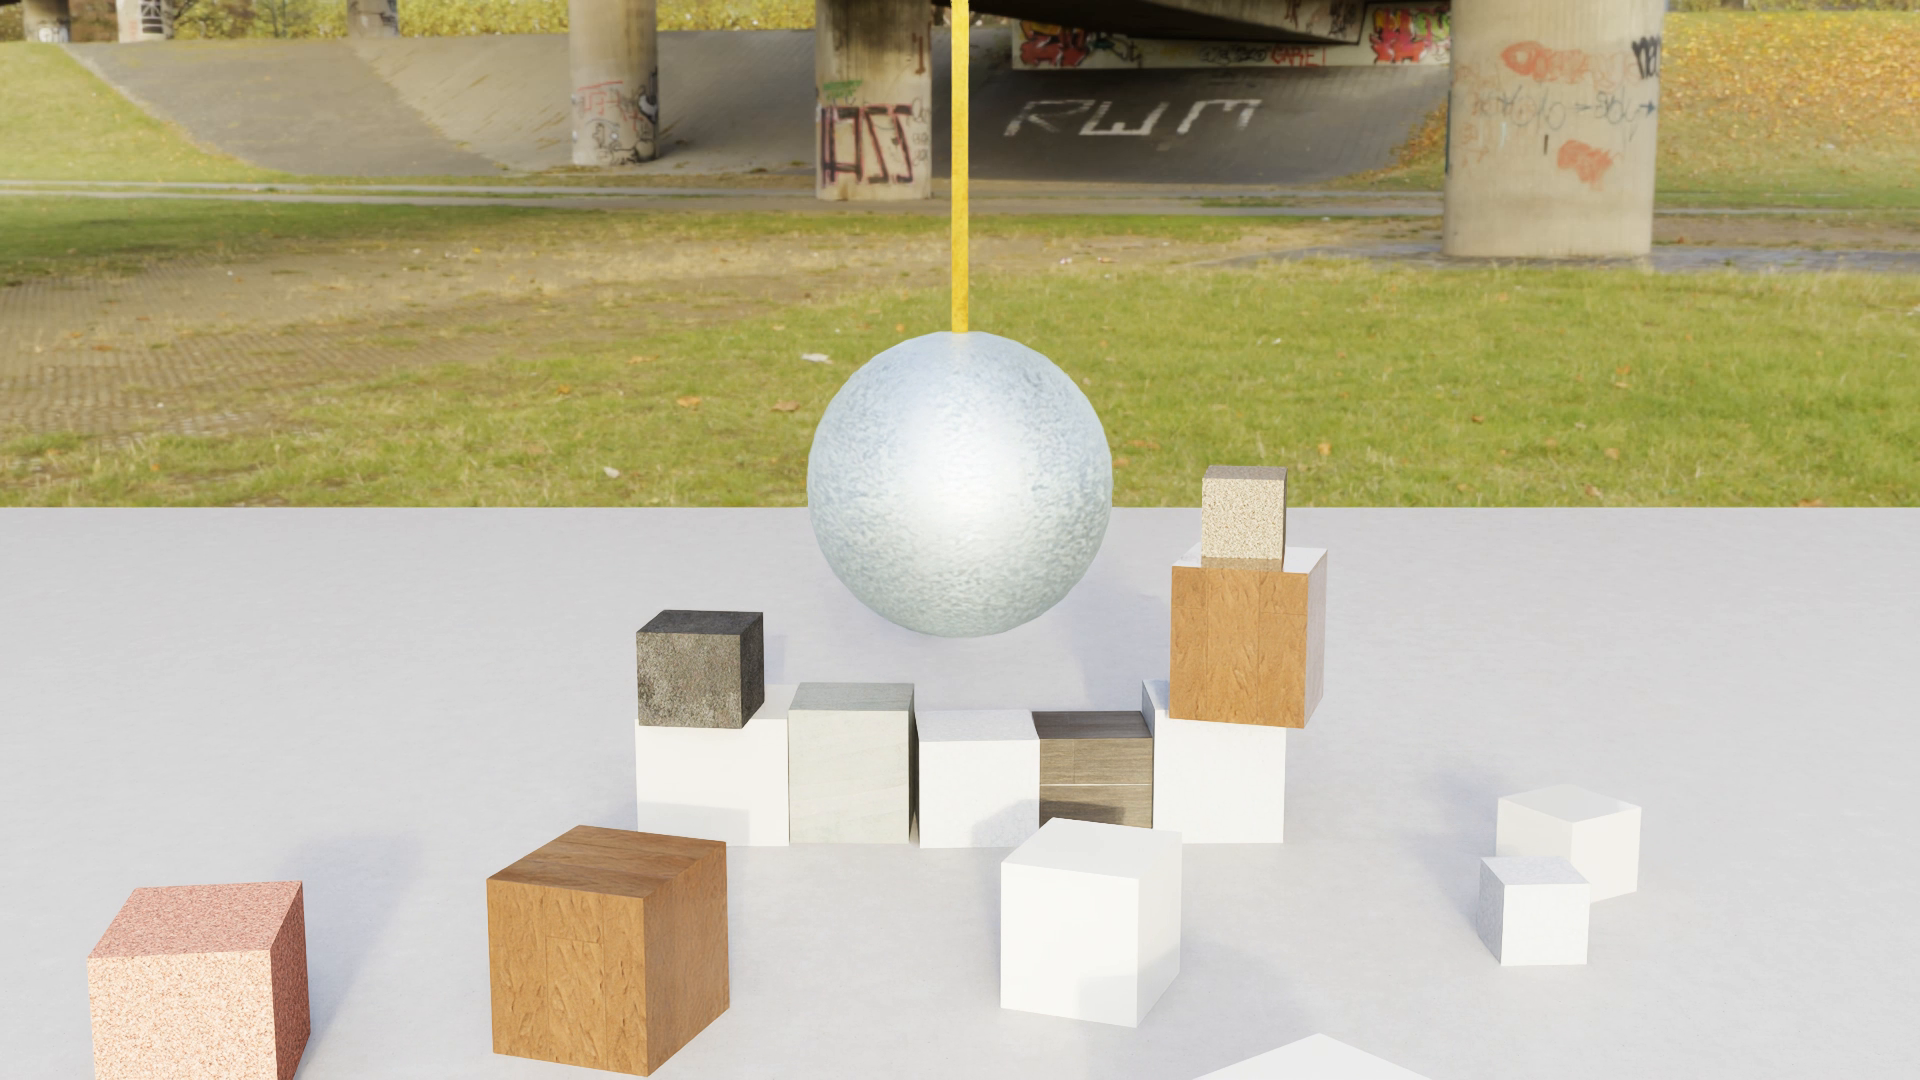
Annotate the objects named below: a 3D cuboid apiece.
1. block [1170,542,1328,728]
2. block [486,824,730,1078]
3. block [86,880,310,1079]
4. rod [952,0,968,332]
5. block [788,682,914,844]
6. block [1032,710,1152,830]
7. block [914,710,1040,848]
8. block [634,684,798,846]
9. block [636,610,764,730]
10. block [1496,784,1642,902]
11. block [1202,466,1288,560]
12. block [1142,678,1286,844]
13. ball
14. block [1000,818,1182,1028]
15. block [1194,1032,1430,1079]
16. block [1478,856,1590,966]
[{"bbox_3d":[1.447,0.463,10.992,0.664,0.768,0.670,3,11,17],"label":"block"},{"bbox_3d":[-1.382,1.609,8.729,0.672,0.710,0.721,4,11,19],"label":"block"},{"bbox_3d":[-2.849,1.727,8.299,0.631,0.633,0.763,-1,10,-8],"label":"block"},{"bbox_3d":[0.000,-3.597,10.665,0.080,5.200,0.080,0,13,0],"label":"rod"},{"bbox_3d":[-0.550,1.142,11.355,0.601,0.689,0.581,0,10,2],"label":"block"},{"bbox_3d":[0.676,1.214,11.402,0.578,0.532,0.548,0,10,-2],"label":"block"},{"bbox_3d":[0.079,1.220,11.318,0.599,0.551,0.608,-1,10,-4],"label":"block"},{"bbox_3d":[-1.240,1.154,11.380,0.758,0.657,0.716,0,10,0],"label":"block"},{"bbox_3d":[-1.295,0.642,11.036,0.519,0.473,0.540,1,10,7],"label":"block"},{"bbox_3d":[2.888,1.447,10.456,0.459,0.412,0.465,-6,12,-31],"label":"block"},{"bbox_3d":[1.437,-0.145,11.091,0.398,0.394,0.458,2,10,10],"label":"block"},{"bbox_3d":[1.300,1.134,11.387,0.658,0.695,0.649,0,10,-1],"label":"block"},{"bbox_3d":[0.000,-0.289,11.448,1.600,1.600,1.600,0,10,0],"label":"ball"},{"bbox_3d":[0.553,1.577,9.155,0.578,0.622,0.643,4,11,21],"label":"block"},{"bbox_3d":[1.079,1.998,6.498,0.676,0.743,0.685,-8,13,-38],"label":"block"},{"bbox_3d":[2.510,1.621,9.636,0.372,0.362,0.372,0,10,-3],"label":"block"}]
